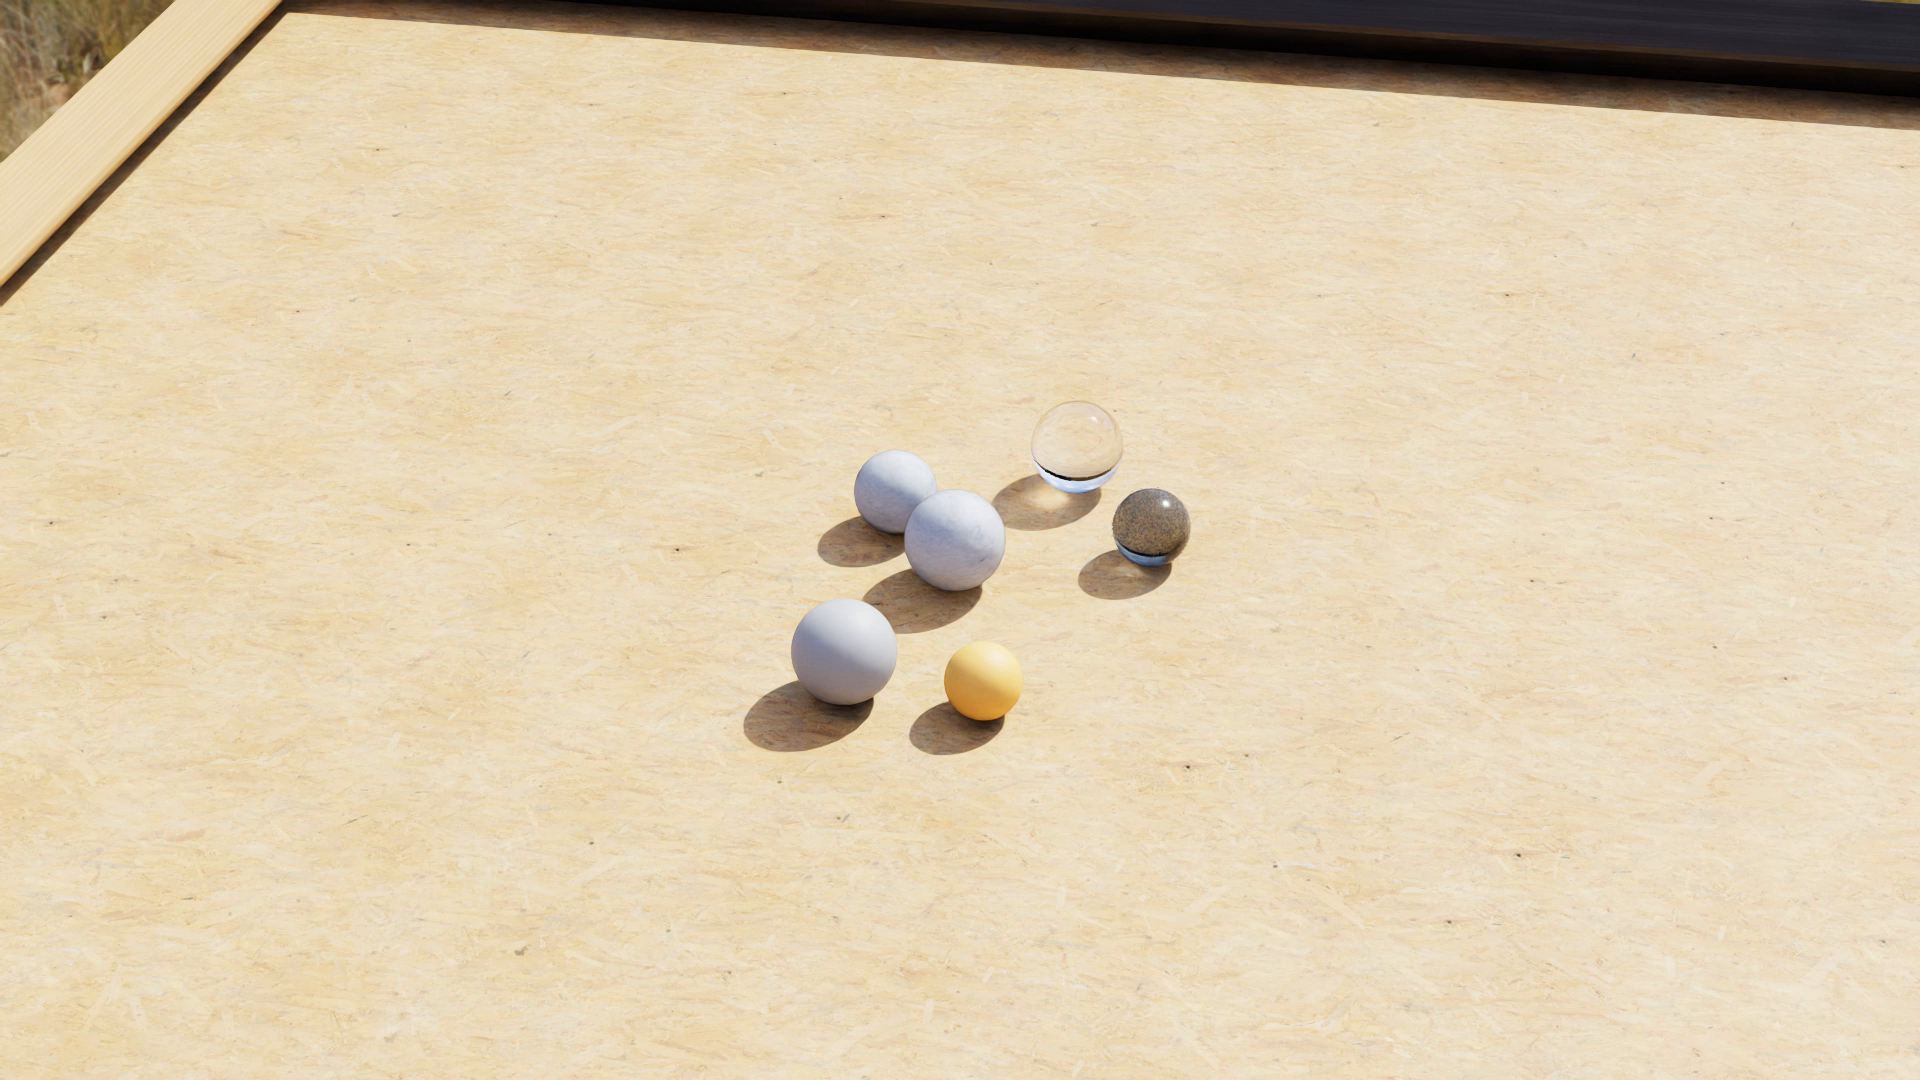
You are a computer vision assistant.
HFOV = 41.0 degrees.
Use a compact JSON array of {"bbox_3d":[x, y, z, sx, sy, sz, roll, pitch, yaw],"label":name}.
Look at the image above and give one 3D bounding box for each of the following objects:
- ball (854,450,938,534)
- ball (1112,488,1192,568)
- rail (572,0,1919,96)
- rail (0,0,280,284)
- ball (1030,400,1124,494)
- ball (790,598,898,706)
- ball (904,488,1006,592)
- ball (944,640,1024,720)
[{"bbox_3d":[-0.048,-0.036,1.934,0.063,0.063,0.063,0,35,0],"label":"ball"},{"bbox_3d":[0.142,-0.009,1.899,0.059,0.059,0.059,0,35,0],"label":"ball"},{"bbox_3d":[1.061,-0.463,2.519,3.638,0.097,0.045,6,35,8],"label":"rail"},{"bbox_3d":[-0.873,-0.100,1.995,0.045,0.097,1.968,6,35,8],"label":"rail"},{"bbox_3d":[0.090,-0.072,1.977,0.072,0.072,0.072,0,35,0],"label":"ball"},{"bbox_3d":[-0.079,0.077,1.762,0.074,0.074,0.074,0,35,0],"label":"ball"},{"bbox_3d":[-0.004,0.000,1.871,0.075,0.075,0.075,0,35,0],"label":"ball"},{"bbox_3d":[0.016,0.096,1.750,0.054,0.054,0.054,0,35,0],"label":"ball"}]
